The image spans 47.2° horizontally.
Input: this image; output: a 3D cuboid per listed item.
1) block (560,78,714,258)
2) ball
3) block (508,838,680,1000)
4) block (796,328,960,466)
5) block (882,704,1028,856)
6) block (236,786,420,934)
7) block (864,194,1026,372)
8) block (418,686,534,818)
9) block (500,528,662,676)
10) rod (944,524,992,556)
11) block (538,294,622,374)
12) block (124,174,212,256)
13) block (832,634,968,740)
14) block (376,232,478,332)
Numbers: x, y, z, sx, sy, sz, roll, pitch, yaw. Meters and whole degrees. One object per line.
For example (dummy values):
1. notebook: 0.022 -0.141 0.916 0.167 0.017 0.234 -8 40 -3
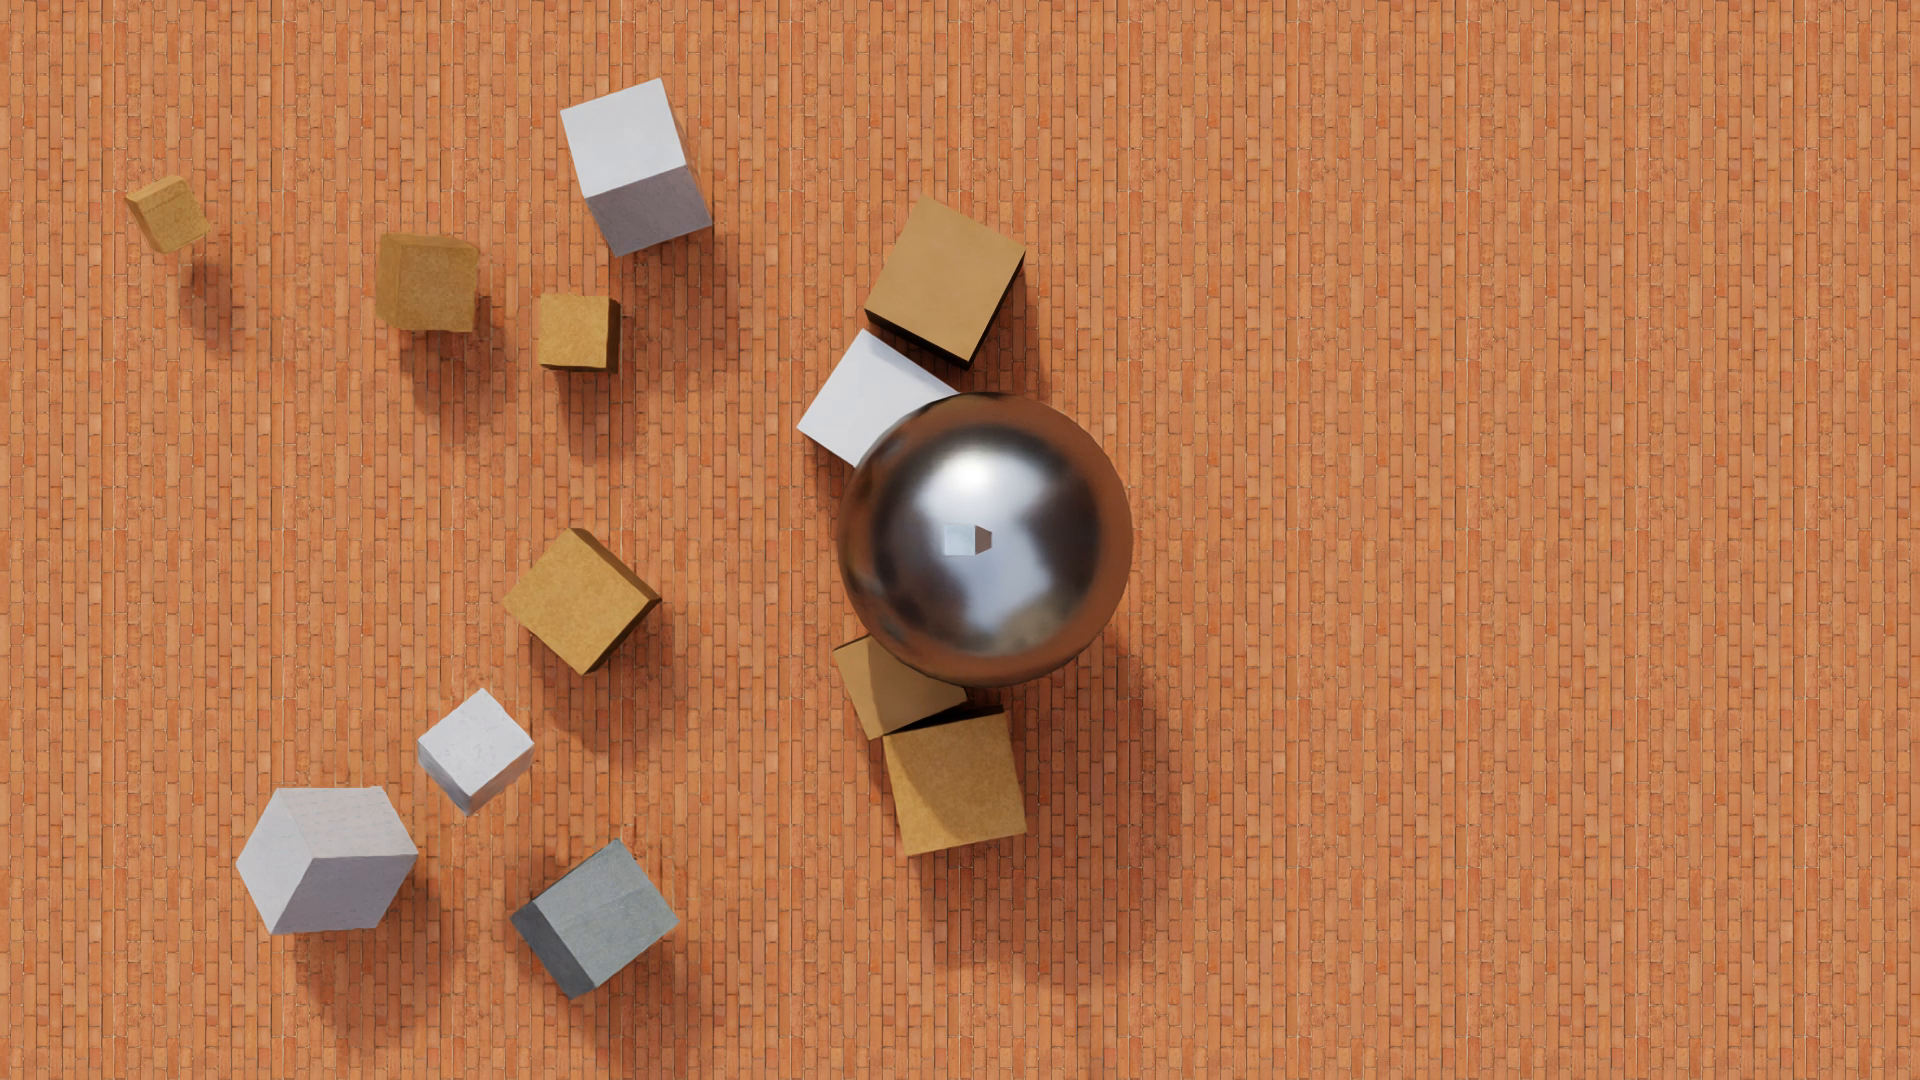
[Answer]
1. block: -1.844 -2.125 12.582 0.598 0.631 0.624 -18 65 0
2. ball: 0.134 0.000 11.822 1.600 1.600 1.600 0 90 0
3. block: -2.095 2.170 12.579 0.605 0.625 0.596 -36 90 -30
4. block: -0.447 -0.721 12.709 0.701 0.582 0.676 34 90 0
5. block: -0.027 1.372 12.671 0.701 0.658 0.684 -11 90 0
6. block: -3.590 1.811 12.484 0.543 0.678 0.599 50 118 33
7. block: -0.083 -1.459 12.606 0.657 0.789 0.711 27 90 0
8. block: -2.635 1.160 11.970 0.422 0.428 0.450 46 65 8
9. block: -2.184 0.349 12.732 0.622 0.537 0.576 42 90 0
10. rod: 0.058 0.000 8.423 0.080 5.200 0.080 0 90 1
11. block: -2.206 -1.197 12.777 0.388 0.446 0.406 3 90 0
12. block: -4.529 -1.862 12.582 0.300 0.276 0.336 -34 118 -23
13. block: -0.338 0.769 12.725 0.612 0.550 0.546 -22 90 0
14. block: -3.066 -1.480 12.637 0.447 0.414 0.480 0 106 -30
